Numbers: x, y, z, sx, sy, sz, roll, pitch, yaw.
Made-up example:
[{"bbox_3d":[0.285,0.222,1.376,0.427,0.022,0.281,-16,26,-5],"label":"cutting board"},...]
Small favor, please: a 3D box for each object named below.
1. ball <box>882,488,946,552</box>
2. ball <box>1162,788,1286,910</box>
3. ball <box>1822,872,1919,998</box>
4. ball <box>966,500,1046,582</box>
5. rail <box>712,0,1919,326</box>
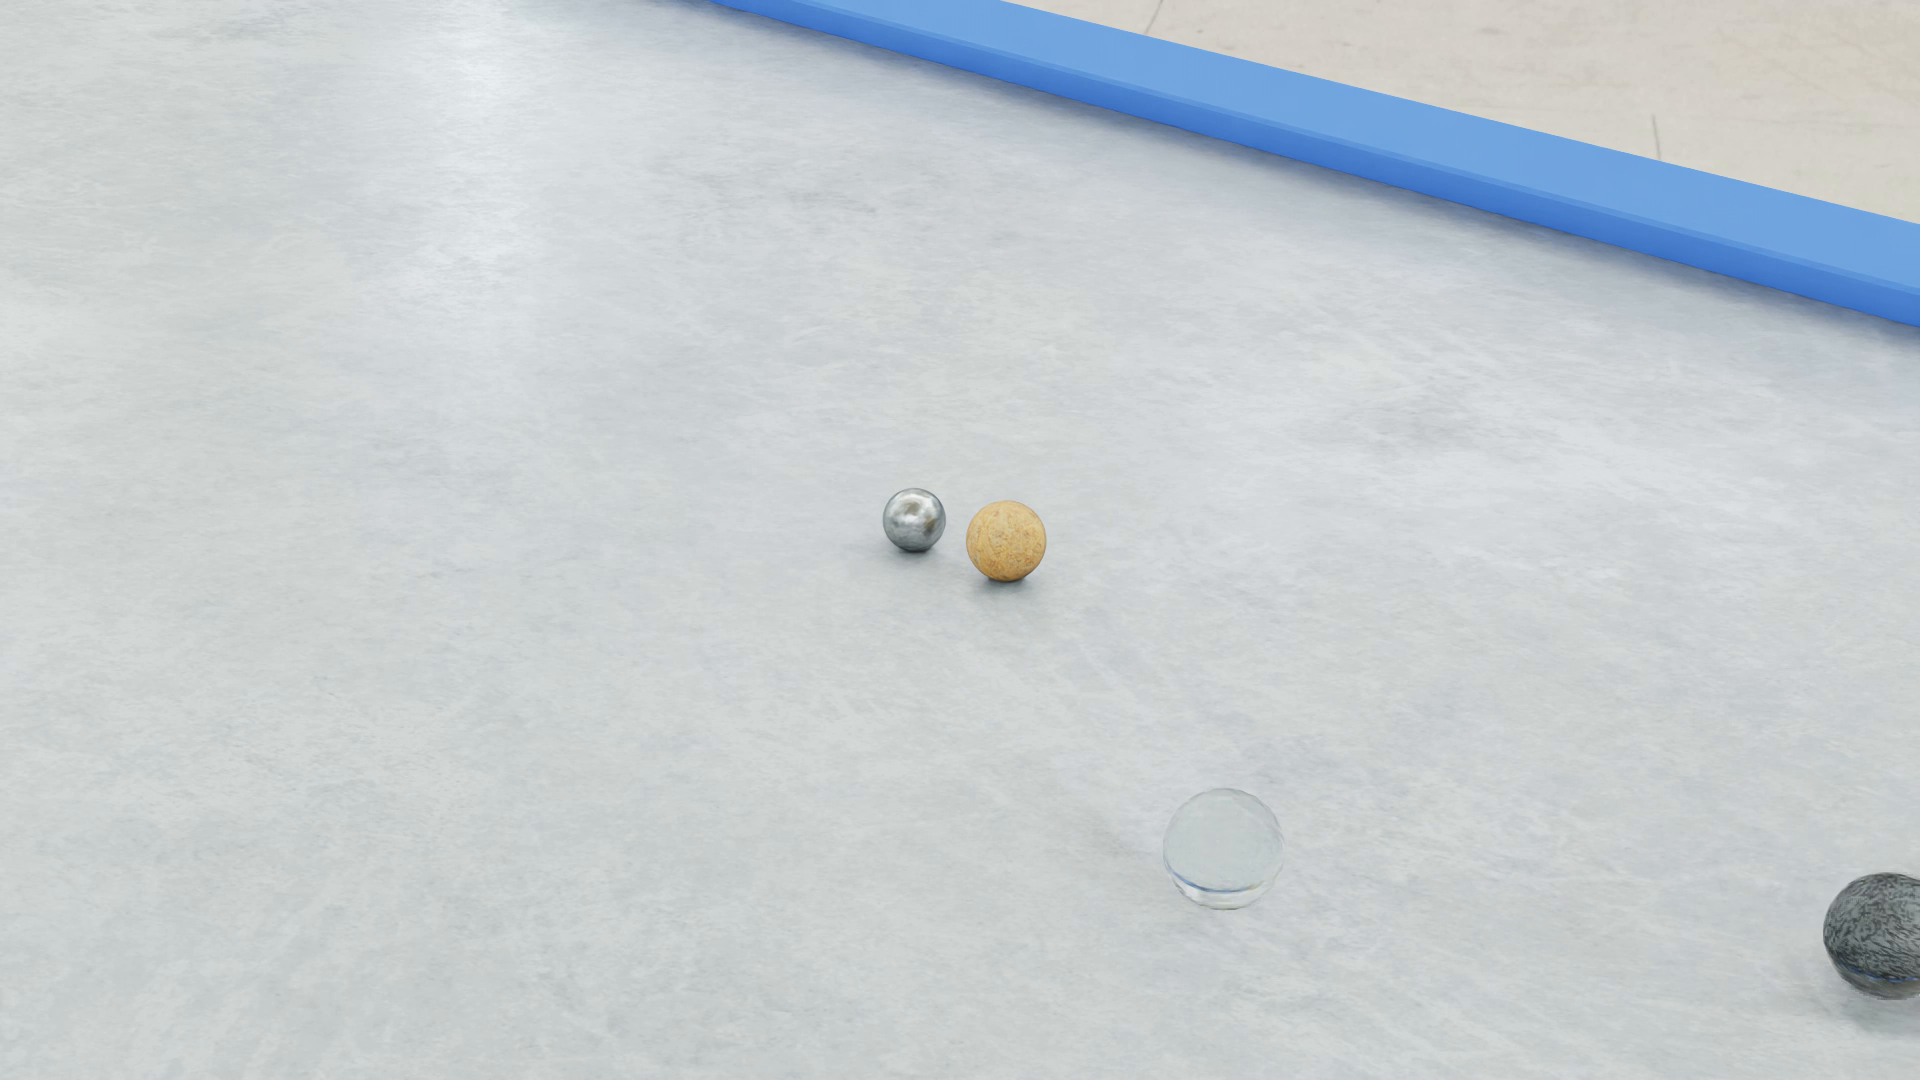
[{"bbox_3d":[-0.037,-0.016,2.368,0.052,0.052,0.052,0,24,0],"label":"ball"},{"bbox_3d":[0.167,0.195,1.855,0.077,0.077,0.077,0,24,0],"label":"ball"},{"bbox_3d":[0.556,0.237,1.762,0.075,0.075,0.075,0,24,0],"label":"ball"},{"bbox_3d":[0.036,0.001,2.314,0.064,0.064,0.064,0,24,0],"label":"ball"},{"bbox_3d":[0.054,-0.615,3.668,0.045,0.100,4.154,-21,31,-39],"label":"rail"}]
